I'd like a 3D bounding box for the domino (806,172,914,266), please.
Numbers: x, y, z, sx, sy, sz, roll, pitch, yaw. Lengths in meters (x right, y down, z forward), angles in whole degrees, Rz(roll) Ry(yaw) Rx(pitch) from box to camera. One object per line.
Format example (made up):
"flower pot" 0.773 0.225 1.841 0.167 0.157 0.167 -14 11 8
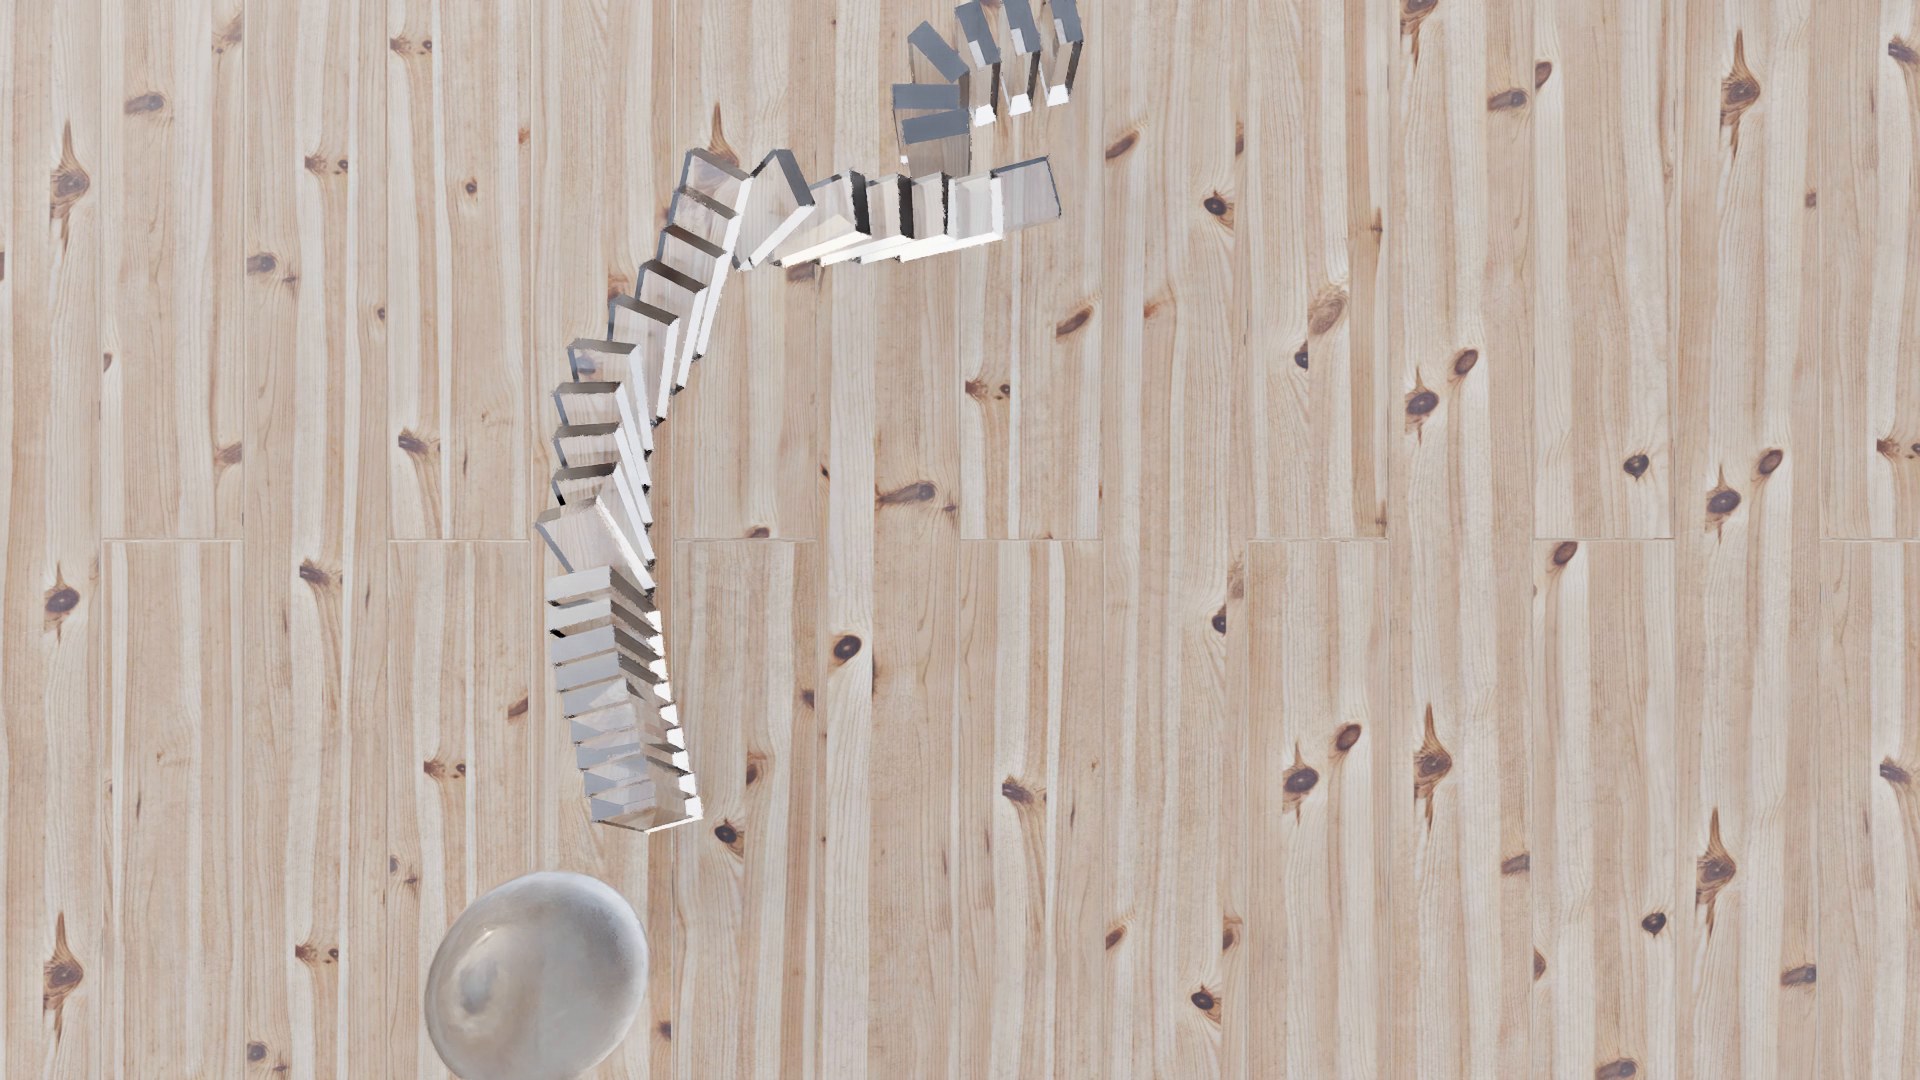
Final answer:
"domino" -0.043 -0.133 0.382 0.050 0.009 0.025 -3 90 33

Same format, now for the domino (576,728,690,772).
"domino" -0.133 0.090 0.375 0.025 0.050 0.009 -15 67 0

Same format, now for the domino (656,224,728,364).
"domino" -0.115 -0.102 0.381 0.025 0.010 0.050 27 127 0

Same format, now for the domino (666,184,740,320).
"domino" -0.110 -0.118 0.381 0.025 0.009 0.050 29 127 0

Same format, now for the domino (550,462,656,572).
"domino" -0.148 -0.007 0.381 0.025 0.009 0.050 -7 127 0

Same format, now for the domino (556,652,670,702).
"domino" -0.141 0.060 0.375 0.025 0.050 0.009 -15 67 0

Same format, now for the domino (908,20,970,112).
"domino" -0.008 -0.186 0.375 0.010 0.050 0.025 -43 90 0

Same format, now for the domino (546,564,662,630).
"domino" -0.145 0.027 0.375 0.025 0.050 0.010 -13 64 0

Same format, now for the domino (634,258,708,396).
"domino" -0.123 -0.088 0.381 0.025 0.010 0.050 27 127 0

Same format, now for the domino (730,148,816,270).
"domino" -0.082 -0.136 0.380 0.050 0.009 0.025 -25 90 43

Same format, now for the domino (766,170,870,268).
"domino" -0.061 -0.133 0.382 0.050 0.010 0.025 -6 90 34

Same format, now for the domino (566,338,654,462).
"domino" -0.144 -0.058 0.381 0.025 0.009 0.050 6 128 1

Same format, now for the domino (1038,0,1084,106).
"domino" 0.040 -0.202 0.375 0.009 0.050 0.025 -13 90 0

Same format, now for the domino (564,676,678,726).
"domino" -0.138 0.070 0.375 0.025 0.050 0.009 -15 67 0

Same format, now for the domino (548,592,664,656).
"domino" -0.144 0.038 0.376 0.025 0.050 0.010 -15 64 0

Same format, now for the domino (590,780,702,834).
"domino" -0.127 0.110 0.375 0.025 0.050 0.010 -15 67 0

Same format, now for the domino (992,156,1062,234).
"domino" 0.016 -0.146 0.395 0.050 0.009 0.025 -15 90 0

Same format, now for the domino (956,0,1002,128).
"domino" 0.007 -0.193 0.375 0.010 0.050 0.025 -20 90 0

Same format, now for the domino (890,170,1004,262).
"domino" -0.007 -0.135 0.384 0.050 0.009 0.025 -3 90 29

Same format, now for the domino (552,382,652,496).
"domino" -0.148 -0.041 0.381 0.025 0.009 0.050 -1 127 2

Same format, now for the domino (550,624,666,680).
"domino" -0.143 0.050 0.375 0.025 0.050 0.010 -15 67 0

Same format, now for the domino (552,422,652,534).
"domino" -0.148 -0.024 0.381 0.025 0.009 0.050 -4 127 0

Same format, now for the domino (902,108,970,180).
"domino" -0.009 -0.158 0.375 0.025 0.050 0.009 -11 90 0

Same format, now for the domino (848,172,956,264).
"domino" -0.025 -0.134 0.382 0.050 0.010 0.025 -2 90 33

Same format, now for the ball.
"ball" -0.164 0.172 0.360 0.080 0.080 0.080 0 90 0

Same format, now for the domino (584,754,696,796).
"domino" -0.130 0.100 0.375 0.025 0.050 0.010 -15 67 0

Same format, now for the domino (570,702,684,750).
"domino" -0.135 0.080 0.375 0.025 0.050 0.009 -15 67 0

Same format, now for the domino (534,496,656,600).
"domino" -0.150 0.007 0.380 0.025 0.010 0.050 -15 127 6

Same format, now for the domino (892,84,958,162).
"domino" -0.013 -0.169 0.375 0.025 0.050 0.009 1 90 0

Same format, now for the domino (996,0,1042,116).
"domino" 0.023 -0.198 0.375 0.010 0.050 0.025 -15 90 0

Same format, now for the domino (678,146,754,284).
"domino" -0.106 -0.133 0.381 0.025 0.009 0.050 29 127 0

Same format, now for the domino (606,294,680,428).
"domino" -0.134 -0.074 0.381 0.025 0.009 0.050 22 126 0
